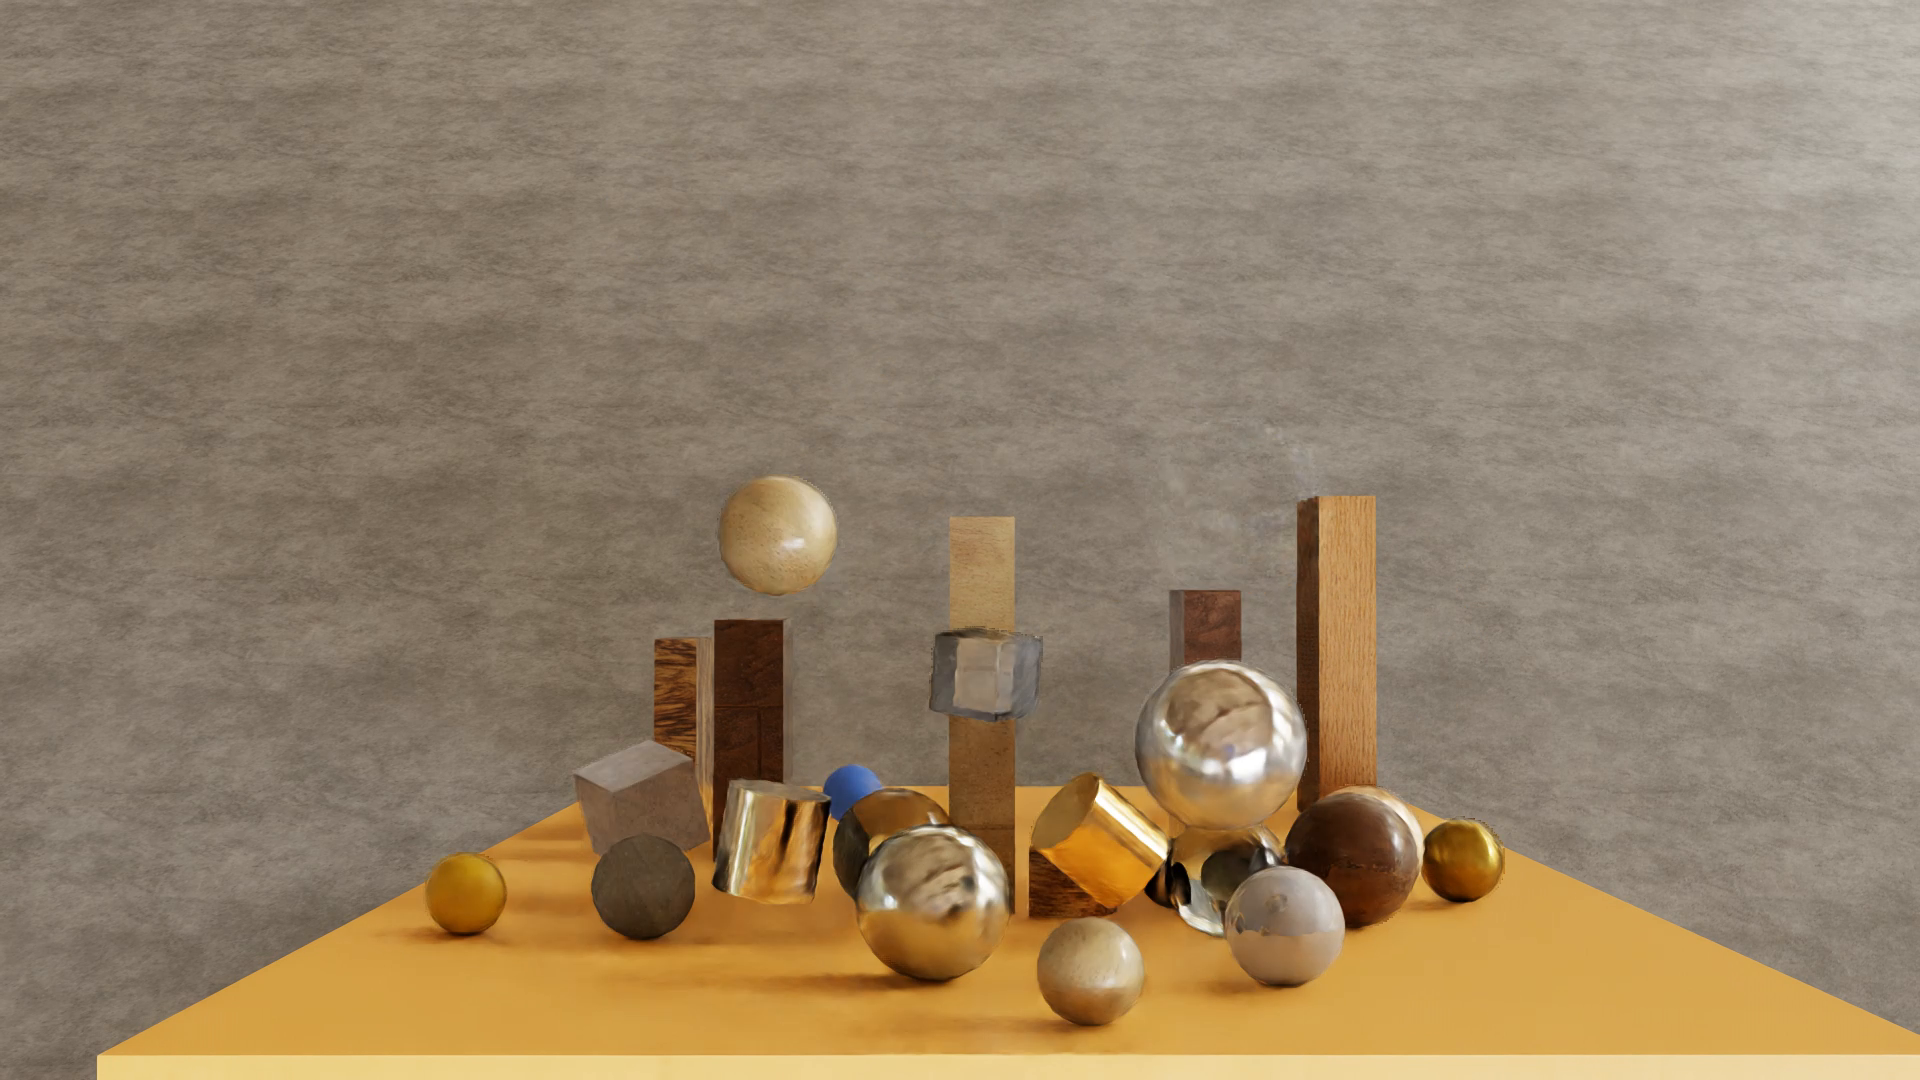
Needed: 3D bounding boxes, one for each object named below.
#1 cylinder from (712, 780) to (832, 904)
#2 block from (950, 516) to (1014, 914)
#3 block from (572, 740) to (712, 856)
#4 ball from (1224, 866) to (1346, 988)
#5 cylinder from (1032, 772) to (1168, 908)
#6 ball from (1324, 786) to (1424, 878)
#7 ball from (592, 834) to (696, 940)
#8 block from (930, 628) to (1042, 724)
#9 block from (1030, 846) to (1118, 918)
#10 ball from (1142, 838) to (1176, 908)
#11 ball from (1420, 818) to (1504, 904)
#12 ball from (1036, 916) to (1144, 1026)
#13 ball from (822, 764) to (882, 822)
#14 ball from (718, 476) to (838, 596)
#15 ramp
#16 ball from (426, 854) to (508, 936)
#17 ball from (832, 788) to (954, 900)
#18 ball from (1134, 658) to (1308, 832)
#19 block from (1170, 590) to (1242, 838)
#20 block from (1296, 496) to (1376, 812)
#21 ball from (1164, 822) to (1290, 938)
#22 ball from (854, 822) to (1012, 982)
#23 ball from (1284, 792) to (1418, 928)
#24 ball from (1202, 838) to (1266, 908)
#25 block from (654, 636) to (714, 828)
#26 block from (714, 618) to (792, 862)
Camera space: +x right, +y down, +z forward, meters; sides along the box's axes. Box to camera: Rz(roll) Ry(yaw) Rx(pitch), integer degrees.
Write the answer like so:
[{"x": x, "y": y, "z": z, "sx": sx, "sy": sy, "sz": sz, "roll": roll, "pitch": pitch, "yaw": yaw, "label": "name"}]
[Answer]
[{"x": -0.271, "y": 0.433, "z": 3.728, "sx": 0.149, "sy": 0.149, "sz": 0.149, "roll": 10, "pitch": 2, "yaw": 0, "label": "cylinder"}, {"x": 0.034, "y": 0.277, "z": 4.246, "sx": 0.101, "sy": 0.617, "sz": 0.420, "roll": 0, "pitch": -1, "yaw": 0, "label": "block"}, {"x": -0.522, "y": 0.437, "z": 4.262, "sx": 0.147, "sy": 0.147, "sz": 0.147, "roll": -22, "pitch": 21, "yaw": -30, "label": "block"}, {"x": 0.409, "y": 0.488, "z": 3.275, "sx": 0.152, "sy": 0.152, "sz": 0.152, "roll": 0, "pitch": 34, "yaw": 0, "label": "ball"}, {"x": 0.199, "y": 0.428, "z": 3.704, "sx": 0.138, "sy": 0.138, "sz": 0.138, "roll": 41, "pitch": 30, "yaw": -17, "label": "cylinder"}, {"x": 0.631, "y": 0.485, "z": 4.082, "sx": 0.195, "sy": 0.195, "sz": 0.195, "roll": 0, "pitch": 34, "yaw": 0, "label": "ball"}, {"x": -0.455, "y": 0.500, "z": 3.737, "sx": 0.150, "sy": 0.150, "sz": 0.150, "roll": 0, "pitch": 34, "yaw": 0, "label": "ball"}, {"x": 0.038, "y": 0.199, "z": 3.840, "sx": 0.114, "sy": 0.114, "sz": 0.114, "roll": 9, "pitch": 8, "yaw": 33, "label": "block"}, {"x": 0.177, "y": 0.528, "z": 4.031, "sx": 0.107, "sy": 0.107, "sz": 0.107, "roll": -1, "pitch": -1, "yaw": 21, "label": "block"}, {"x": 0.331, "y": 0.516, "z": 4.014, "sx": 0.108, "sy": 0.108, "sz": 0.108, "roll": 0, "pitch": 34, "yaw": 0, "label": "ball"}, {"x": 0.807, "y": 0.517, "z": 4.179, "sx": 0.135, "sy": 0.135, "sz": 0.135, "roll": 0, "pitch": 34, "yaw": 0, "label": "ball"}, {"x": 0.150, "y": 0.495, "z": 2.975, "sx": 0.124, "sy": 0.124, "sz": 0.124, "roll": 0, "pitch": 34, "yaw": 0, "label": "ball"}, {"x": -0.202, "y": 0.481, "z": 4.893, "sx": 0.115, "sy": 0.115, "sz": 0.115, "roll": 0, "pitch": 34, "yaw": 0, "label": "ball"}, {"x": -0.282, "y": -0.006, "z": 4.015, "sx": 0.185, "sy": 0.185, "sz": 0.185, "roll": 0, "pitch": 34, "yaw": 0, "label": "ball"}, {"x": 0.075, "y": 0.649, "z": 4.780, "sx": 2.000, "sy": 0.100, "sz": 4.000, "roll": 0, "pitch": -1, "yaw": 0, "label": "ramp"}, {"x": -0.720, "y": 0.517, "z": 3.783, "sx": 0.117, "sy": 0.117, "sz": 0.117, "roll": 0, "pitch": 34, "yaw": 0, "label": "ball"}, {"x": -0.098, "y": 0.477, "z": 3.964, "sx": 0.195, "sy": 0.195, "sz": 0.195, "roll": 0, "pitch": 34, "yaw": 0, "label": "ball"}, {"x": 0.309, "y": 0.242, "z": 3.072, "sx": 0.204, "sy": 0.204, "sz": 0.204, "roll": 0, "pitch": 34, "yaw": 0, "label": "ball"}, {"x": 0.406, "y": 0.335, "z": 4.306, "sx": 0.092, "sy": 0.505, "sz": 0.290, "roll": 0, "pitch": -1, "yaw": 0, "label": "block"}, {"x": 0.846, "y": 0.266, "z": 5.851, "sx": 0.125, "sy": 0.715, "sz": 0.379, "roll": 0, "pitch": -1, "yaw": 0, "label": "block"}, {"x": 0.386, "y": 0.484, "z": 3.751, "sx": 0.181, "sy": 0.181, "sz": 0.181, "roll": 0, "pitch": 34, "yaw": 0, "label": "ball"}, {"x": -0.034, "y": 0.464, "z": 3.328, "sx": 0.202, "sy": 0.202, "sz": 0.202, "roll": 0, "pitch": 34, "yaw": 0, "label": "ball"}, {"x": 0.582, "y": 0.477, "z": 3.867, "sx": 0.200, "sy": 0.200, "sz": 0.200, "roll": 0, "pitch": 34, "yaw": 0, "label": "ball"}, {"x": 0.428, "y": 0.526, "z": 4.100, "sx": 0.112, "sy": 0.112, "sz": 0.112, "roll": 0, "pitch": 34, "yaw": 0, "label": "ball"}, {"x": -0.581, "y": 0.411, "z": 5.477, "sx": 0.085, "sy": 0.408, "sz": 0.371, "roll": 0, "pitch": -1, "yaw": 0, "label": "block"}, {"x": -0.395, "y": 0.378, "z": 4.980, "sx": 0.129, "sy": 0.451, "sz": 0.266, "roll": 0, "pitch": -1, "yaw": 0, "label": "block"}]
